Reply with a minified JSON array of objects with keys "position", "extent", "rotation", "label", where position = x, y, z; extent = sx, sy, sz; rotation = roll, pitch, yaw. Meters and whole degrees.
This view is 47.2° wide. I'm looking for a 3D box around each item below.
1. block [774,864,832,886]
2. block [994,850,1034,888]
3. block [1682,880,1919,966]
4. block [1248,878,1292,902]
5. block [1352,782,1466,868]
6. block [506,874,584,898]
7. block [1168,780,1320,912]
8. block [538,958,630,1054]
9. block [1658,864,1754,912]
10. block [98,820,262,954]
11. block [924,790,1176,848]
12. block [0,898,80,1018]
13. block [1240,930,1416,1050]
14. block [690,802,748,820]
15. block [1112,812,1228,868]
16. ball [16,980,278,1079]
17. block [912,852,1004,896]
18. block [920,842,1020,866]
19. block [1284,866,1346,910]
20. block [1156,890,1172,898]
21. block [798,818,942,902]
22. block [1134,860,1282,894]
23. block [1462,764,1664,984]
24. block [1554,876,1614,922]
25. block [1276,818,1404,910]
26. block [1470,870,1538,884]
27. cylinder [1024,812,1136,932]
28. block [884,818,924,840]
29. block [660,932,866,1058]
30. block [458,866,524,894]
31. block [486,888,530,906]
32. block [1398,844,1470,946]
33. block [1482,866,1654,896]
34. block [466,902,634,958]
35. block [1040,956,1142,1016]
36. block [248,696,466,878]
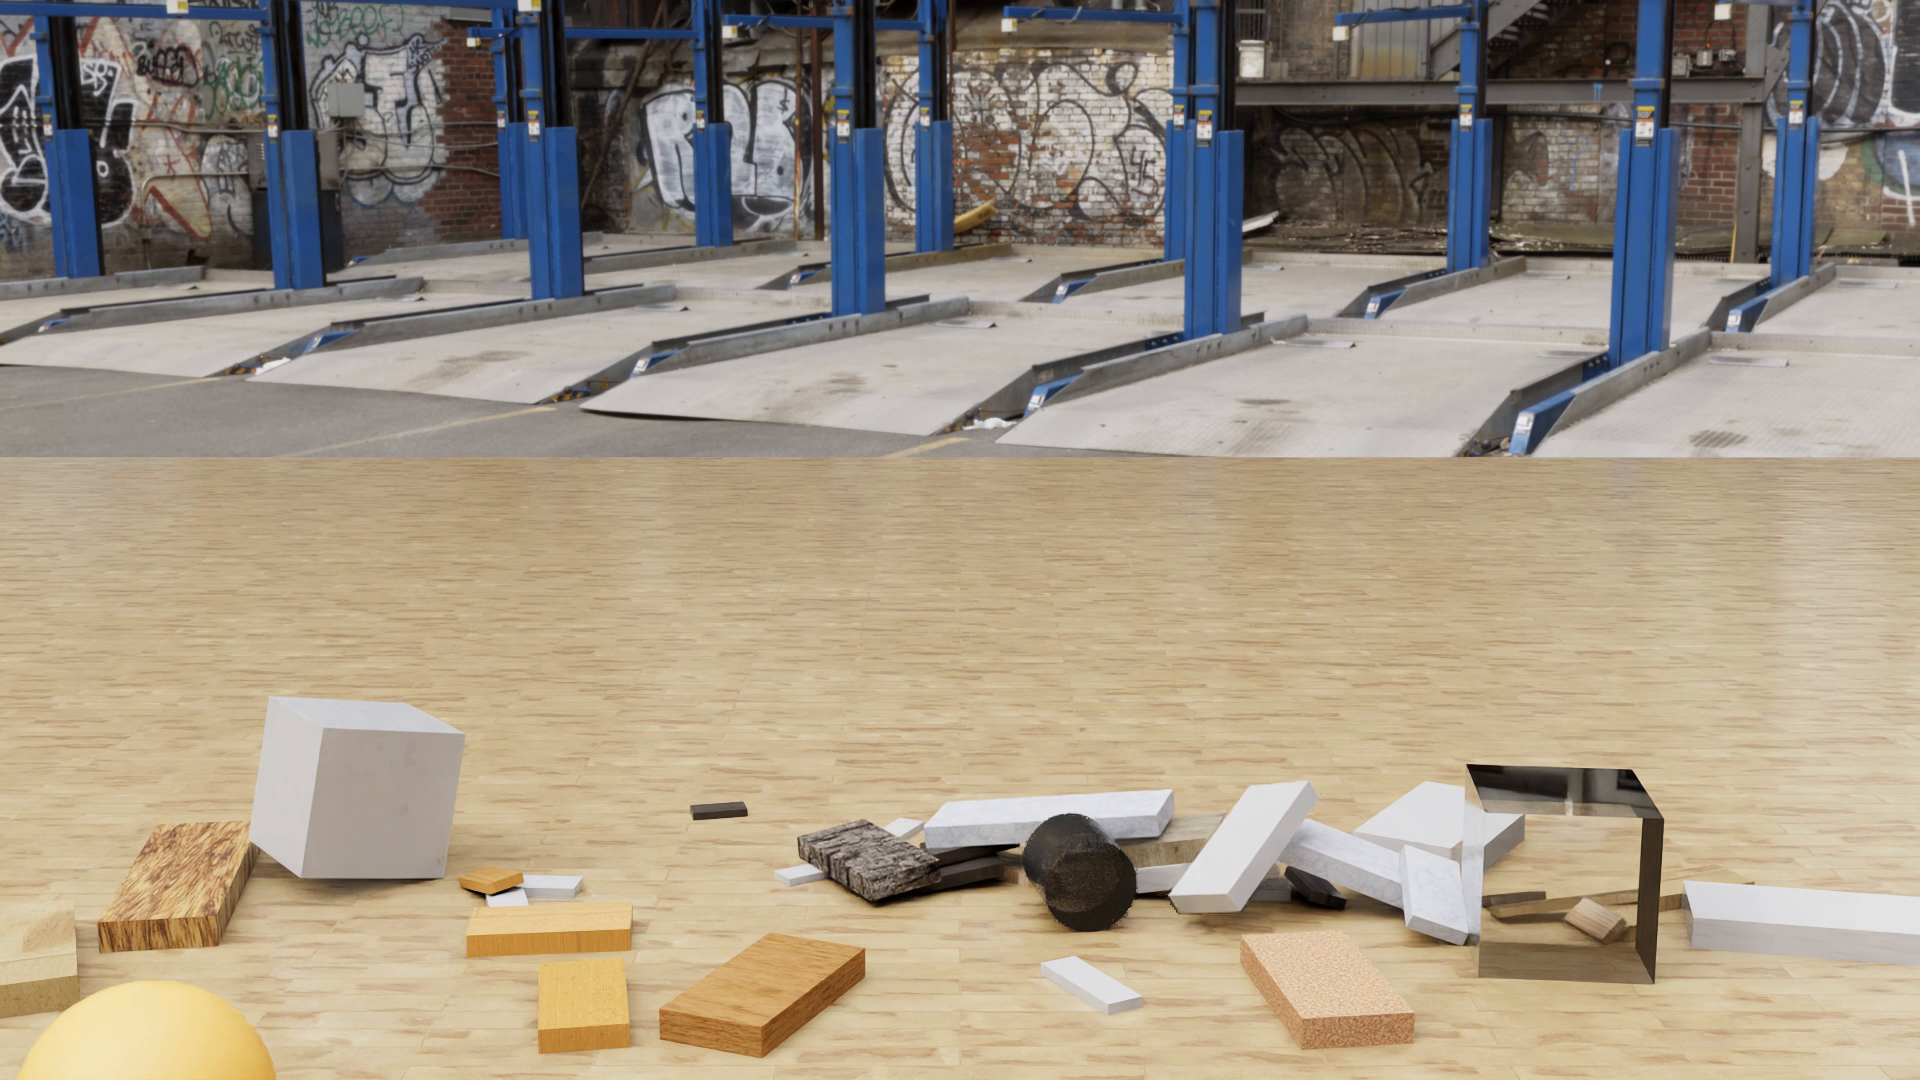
[{"position":[-0.259,0.568,3.748],"extent":[0.101,0.014,0.050],"rotation":[-7,13,-33],"label":"block"},{"position":[0.083,0.560,3.768],"extent":[0.156,0.022,0.078],"rotation":[8,13,35],"label":"block"},{"position":[1.450,0.607,3.438],"extent":[0.599,0.050,0.178],"rotation":[2,11,13],"label":"block"},{"position":[0.486,0.581,3.666],"extent":[0.126,0.018,0.063],"rotation":[1,11,5],"label":"block"},{"position":[0.855,0.514,3.942],"extent":[0.178,0.050,0.356],"rotation":[7,12,31],"label":"block"},{"position":[-0.699,0.580,3.677],"extent":[0.124,0.018,0.062],"rotation":[1,11,4],"label":"block"},{"position":[0.459,0.493,3.541],"extent":[0.132,0.037,0.265],"rotation":[-13,27,51],"label":"block"},{"position":[-0.542,0.667,3.159],"extent":[0.125,0.035,0.249],"rotation":[-2,11,-10],"label":"block"},{"position":[1.169,0.582,3.641],"extent":[0.287,0.027,0.094],"rotation":[-4,11,-22],"label":"block"},{"position":[-1.286,0.568,3.653],"extent":[0.176,0.050,0.495],"rotation":[-2,11,-9],"label":"block"},{"position":[0.152,0.472,3.728],"extent":[0.406,0.037,0.132],"rotation":[-6,10,18],"label":"block"},{"position":[-1.426,0.631,3.314],"extent":[0.176,0.050,0.353],"rotation":[-4,11,-22],"label":"block"},{"position":[0.530,0.652,3.209],"extent":[0.162,0.046,0.324],"rotation":[-1,11,-8],"label":"block"},{"position":[-0.449,0.504,4.093],"extent":[0.101,0.014,0.050],"rotation":[-3,11,-14],"label":"block"},{"position":[0.303,0.511,3.702],"extent":[0.280,0.040,0.140],"rotation":[-9,9,19],"label":"block"},{"position":[-0.910,0.635,2.459],"extent":[0.282,0.282,0.282],"rotation":[0,11,0],"label":"ball"},{"position":[-0.010,0.558,3.710],"extent":[0.156,0.022,0.078],"rotation":[-11,15,-11],"label":"block"},{"position":[0.016,0.520,3.751],"extent":[0.156,0.022,0.078],"rotation":[-11,10,-15],"label":"block"},{"position":[0.589,0.576,3.647],"extent":[0.063,0.018,0.126],"rotation":[16,7,-13],"label":"block"},{"position":[0.392,0.569,3.666],"extent":[0.126,0.018,0.063],"rotation":[-9,8,13],"label":"block"},{"position":[-0.156,0.540,3.724],"extent":[0.132,0.037,0.265],"rotation":[-12,15,-29],"label":"block"},{"position":[0.397,0.537,3.674],"extent":[0.280,0.040,0.140],"rotation":[-9,8,15],"label":"block"},{"position":[0.921,0.510,3.393],"extent":[0.258,0.258,0.258],"rotation":[1,11,6],"label":"block"},{"position":[1.017,0.584,3.583],"extent":[0.050,0.014,0.099],"rotation":[-44,21,-8],"label":"block"},{"position":[0.650,0.531,3.601],"extent":[0.280,0.040,0.140],"rotation":[21,15,1],"label":"block"},{"position":[0.915,0.569,3.705],"extent":[0.099,0.014,0.049],"rotation":[-3,-8,-15],"label":"block"},{"position":[0.192,0.535,3.551],"extent":[0.150,0.150,0.150],"rotation":[-2,11,-11],"label":"cylinder"},{"position":[-0.110,0.526,3.974],"extent":[0.050,0.014,0.101],"rotation":[5,12,26],"label":"block"},{"position":[-0.281,0.656,3.189],"extent":[0.162,0.046,0.324],"rotation":[5,11,23],"label":"block"},{"position":[-0.782,0.566,3.666],"extent":[0.062,0.018,0.124],"rotation":[-16,8,-35],"label":"block"},{"position":[-0.735,0.598,3.577],"extent":[0.062,0.018,0.124],"rotation":[-3,11,-17],"label":"block"},{"position":[0.754,0.565,3.505],"extent":[0.094,0.027,0.187],"rotation":[19,28,-3],"label":"block"},{"position":[1.010,0.567,3.658],"extent":[0.275,0.014,0.050],"rotation":[-6,-4,-5],"label":"block"},{"position":[-0.642,0.611,3.458],"extent":[0.249,0.035,0.125],"rotation":[-1,11,-6],"label":"block"},{"position":[0.194,0.658,3.255],"extent":[0.060,0.017,0.183],"rotation":[-6,12,-29],"label":"block"},{"position":[-1.032,0.422,3.759],"extent":[0.252,0.252,0.252],"rotation":[7,4,-38],"label":"block"}]
